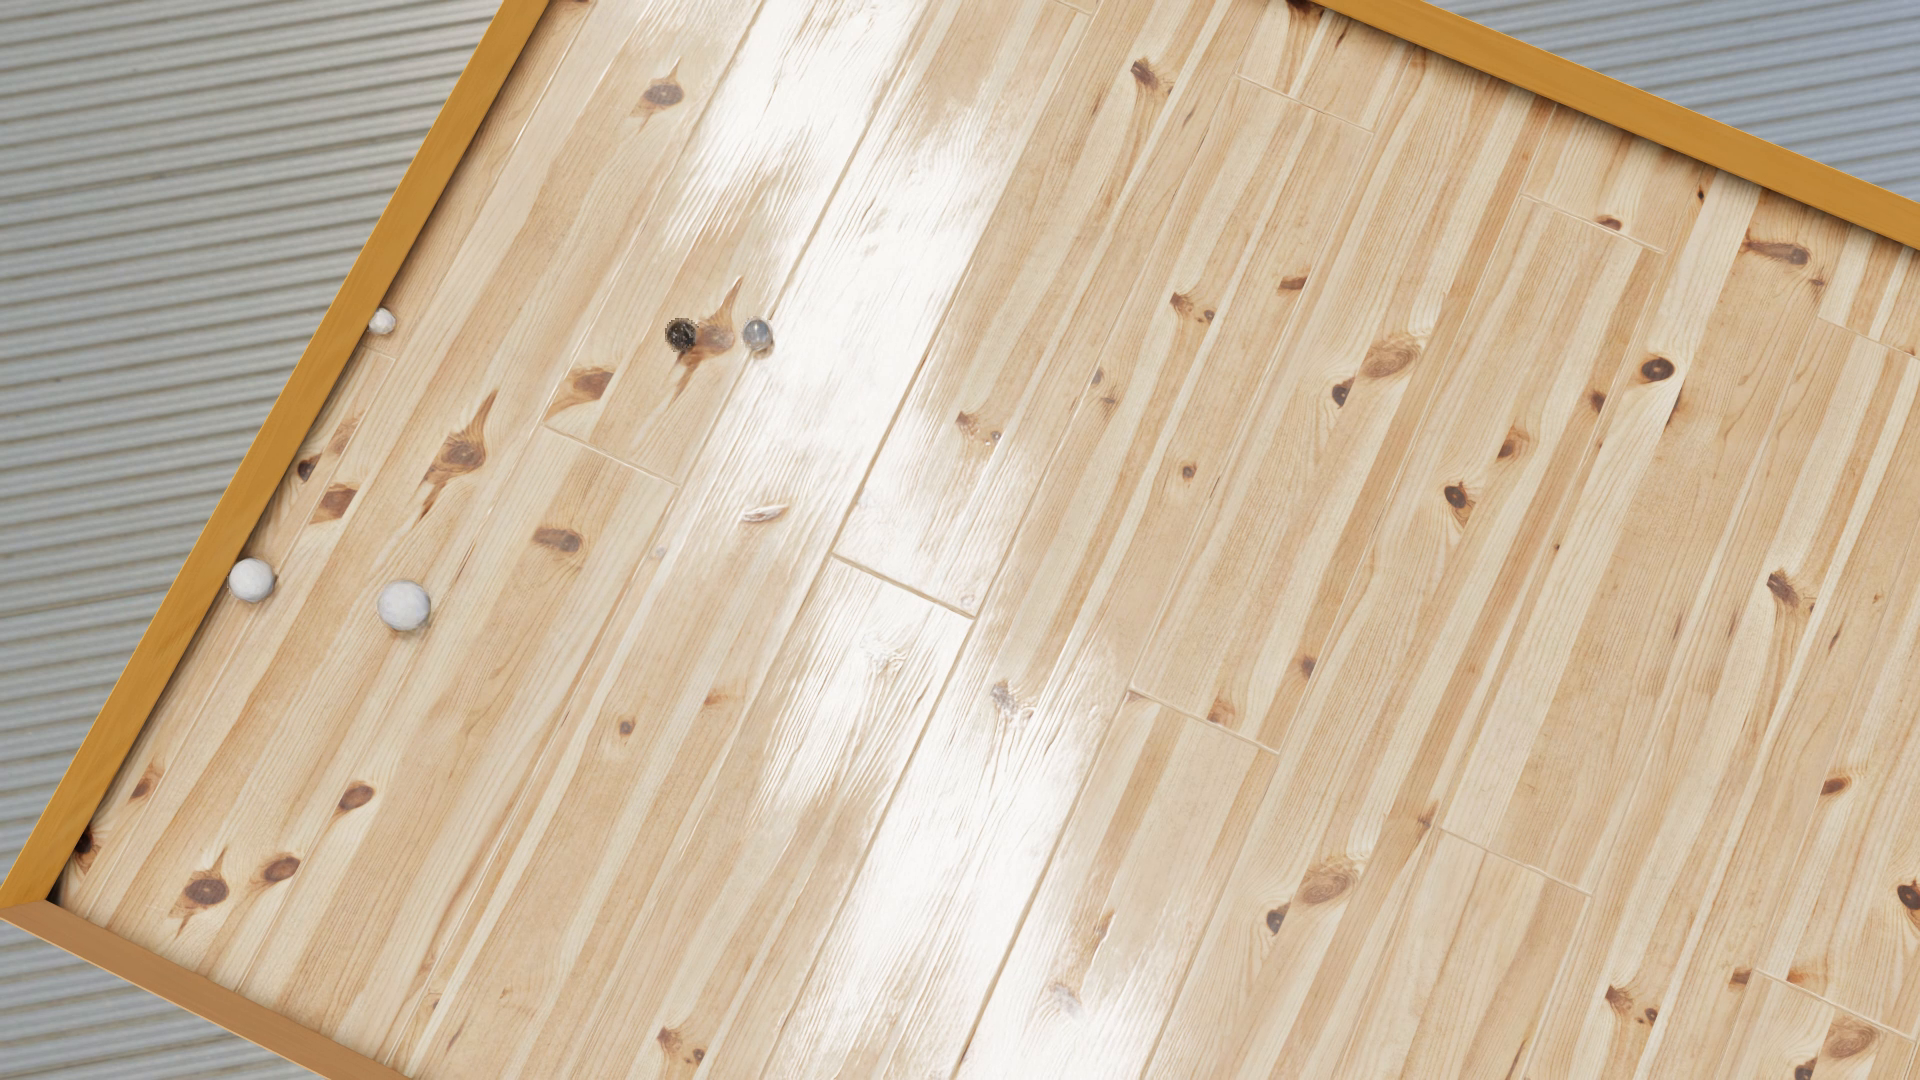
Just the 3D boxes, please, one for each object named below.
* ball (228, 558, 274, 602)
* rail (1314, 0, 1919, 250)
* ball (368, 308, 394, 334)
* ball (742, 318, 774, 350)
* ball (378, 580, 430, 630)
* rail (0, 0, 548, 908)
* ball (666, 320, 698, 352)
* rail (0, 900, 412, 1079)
[{"bbox_3d":[-1.072,0.061,3.328,0.066,0.066,0.066,0,75,0],"label":"ball"},{"bbox_3d":[1.379,-0.535,3.465,4.096,0.099,0.045,24,77,6],"label":"rail"},{"bbox_3d":[-0.907,-0.343,3.446,0.042,0.042,0.042,0,75,0],"label":"ball"},{"bbox_3d":[-0.317,-0.322,3.437,0.049,0.049,0.049,0,75,0],"label":"ball"},{"bbox_3d":[-0.838,0.099,3.313,0.076,0.076,0.076,0,75,0],"label":"ball"},{"bbox_3d":[-0.908,-0.411,3.433,0.045,0.099,2.194,24,77,6],"label":"rail"},{"bbox_3d":[-0.434,-0.319,3.436,0.048,0.048,0.048,0,75,0],"label":"ball"},{"bbox_3d":[0.481,1.352,2.973,4.096,0.099,0.045,24,77,6],"label":"rail"}]
